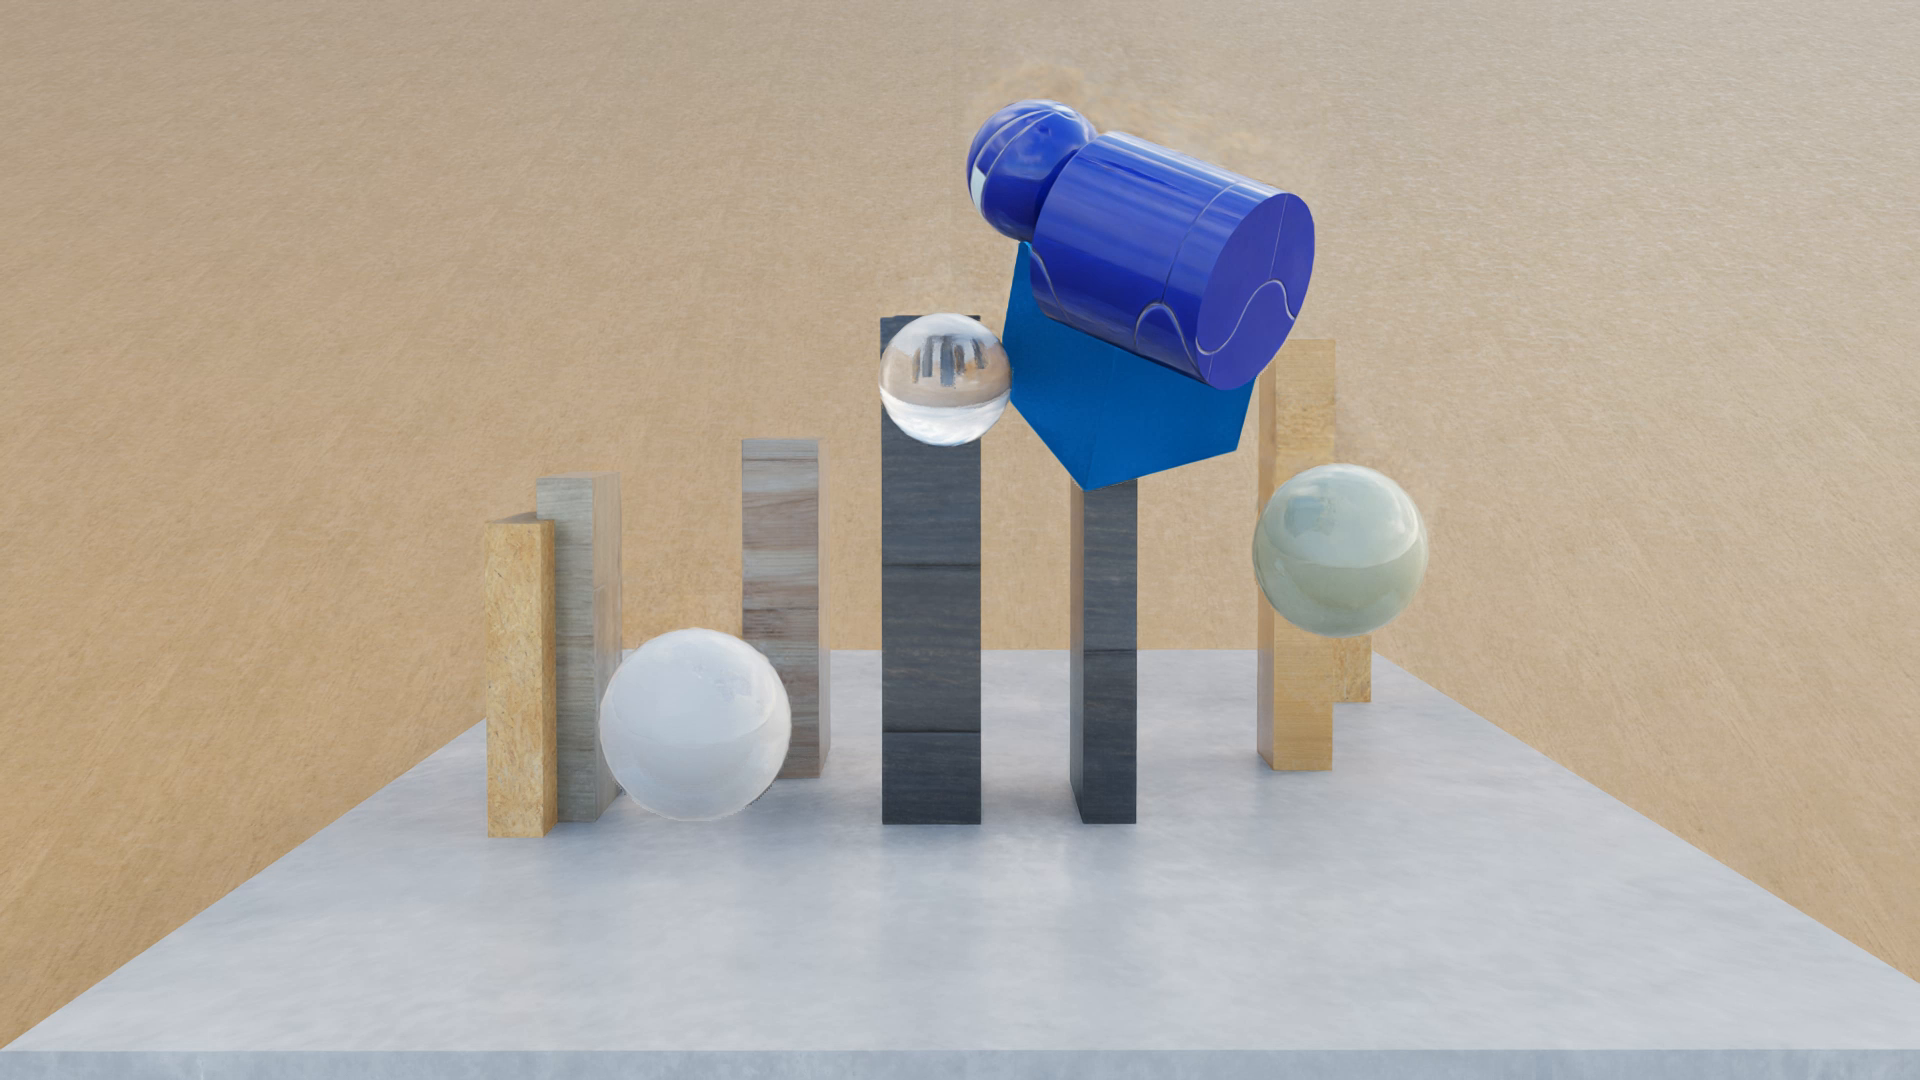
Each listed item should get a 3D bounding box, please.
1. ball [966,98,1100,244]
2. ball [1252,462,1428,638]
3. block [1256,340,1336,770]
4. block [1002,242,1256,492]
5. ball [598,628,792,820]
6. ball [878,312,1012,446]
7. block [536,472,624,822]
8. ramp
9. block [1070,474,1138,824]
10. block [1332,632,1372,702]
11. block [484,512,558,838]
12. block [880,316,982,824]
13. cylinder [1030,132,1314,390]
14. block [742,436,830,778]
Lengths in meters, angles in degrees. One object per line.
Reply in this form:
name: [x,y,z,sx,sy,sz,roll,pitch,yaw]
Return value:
ball: [0.070,-0.334,2.331,0.130,0.130,0.130,0,21,0]
ball: [0.393,0.011,2.658,0.181,0.181,0.181,0,21,0]
block: [0.589,0.021,4.520,0.101,0.740,0.242,0,3,0]
block: [0.169,-0.193,2.556,0.181,0.181,0.181,-15,47,-26]
ball: [-0.277,0.193,2.690,0.201,0.201,0.201,0,21,0]
ball: [-0.015,-0.160,2.567,0.134,0.134,0.134,0,21,0]
block: [-0.594,0.158,4.041,0.084,0.521,0.334,0,3,0]
ramp: [0.049,0.441,4.532,2.000,0.100,4.000,0,3,0]
block: [0.225,0.100,4.076,0.081,0.631,0.445,0,3,0]
block: [0.821,0.102,5.525,0.087,0.464,0.269,0,3,0]
block: [-0.650,0.195,3.941,0.081,0.459,0.397,0,3,0]
block: [-0.043,0.037,4.035,0.149,0.762,0.384,0,3,0]
cylinder: [0.188,-0.248,2.270,0.180,0.180,0.180,26,32,31]
block: [-0.302,0.106,4.515,0.128,0.571,0.393,0,3,0]
